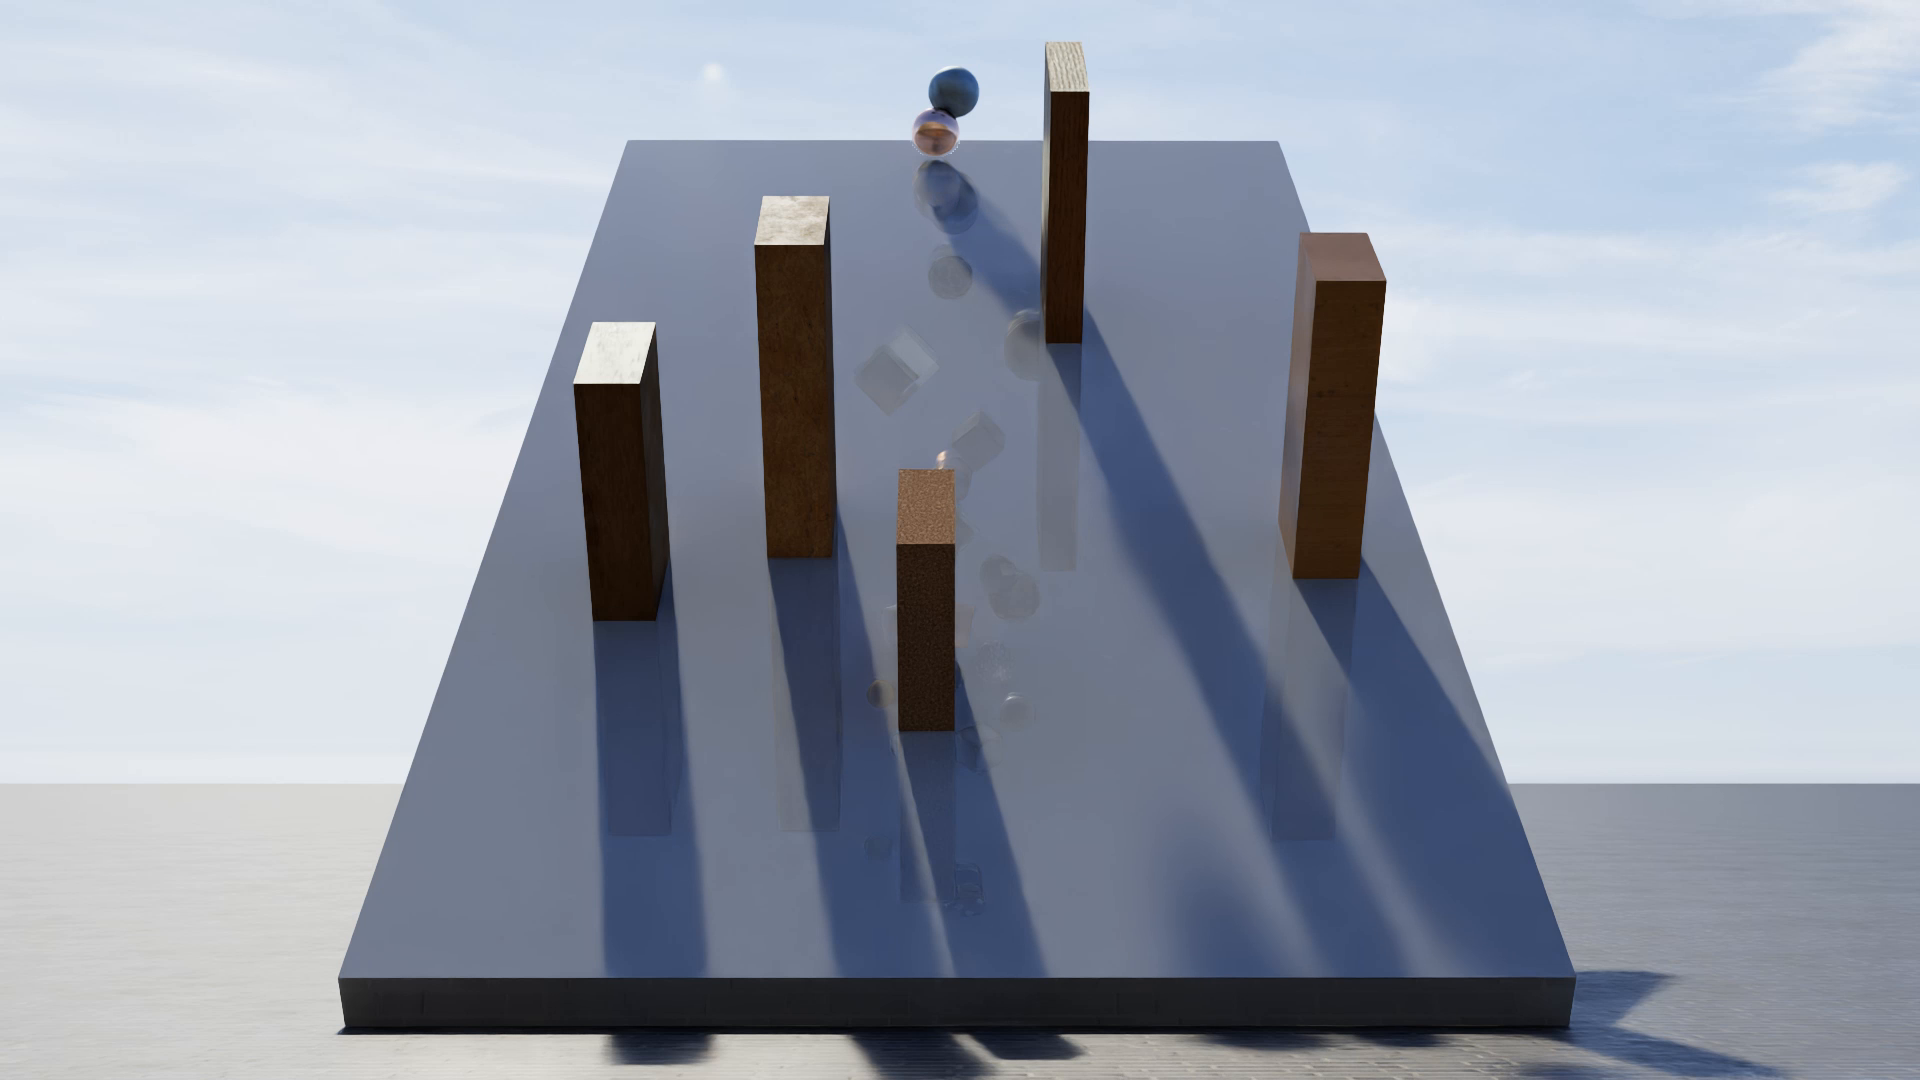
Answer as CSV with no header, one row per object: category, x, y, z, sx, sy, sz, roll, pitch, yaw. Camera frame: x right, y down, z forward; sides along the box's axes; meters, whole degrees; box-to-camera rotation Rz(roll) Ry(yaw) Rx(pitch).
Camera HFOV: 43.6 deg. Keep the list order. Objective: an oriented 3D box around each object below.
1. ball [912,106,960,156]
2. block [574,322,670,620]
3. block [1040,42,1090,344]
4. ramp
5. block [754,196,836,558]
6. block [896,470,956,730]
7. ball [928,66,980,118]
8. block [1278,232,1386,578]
ball,-0.073,-1.226,7.202,0.145,0.145,0.145,0,-6,0
block,-0.679,-0.138,4.849,0.127,0.530,0.288,0,29,0
block,0.262,-0.879,6.063,0.093,0.658,0.394,0,29,0
ramp,-0.012,-0.217,5.648,2.000,0.100,4.000,0,29,0
block,-0.340,-0.338,5.028,0.137,0.708,0.267,0,29,0
block,-0.063,0.112,4.534,0.106,0.401,0.294,0,29,0
ball,-0.019,-1.355,7.257,0.155,0.155,0.155,0,-6,0
block,0.764,-0.274,4.959,0.137,0.671,0.254,0,29,0
